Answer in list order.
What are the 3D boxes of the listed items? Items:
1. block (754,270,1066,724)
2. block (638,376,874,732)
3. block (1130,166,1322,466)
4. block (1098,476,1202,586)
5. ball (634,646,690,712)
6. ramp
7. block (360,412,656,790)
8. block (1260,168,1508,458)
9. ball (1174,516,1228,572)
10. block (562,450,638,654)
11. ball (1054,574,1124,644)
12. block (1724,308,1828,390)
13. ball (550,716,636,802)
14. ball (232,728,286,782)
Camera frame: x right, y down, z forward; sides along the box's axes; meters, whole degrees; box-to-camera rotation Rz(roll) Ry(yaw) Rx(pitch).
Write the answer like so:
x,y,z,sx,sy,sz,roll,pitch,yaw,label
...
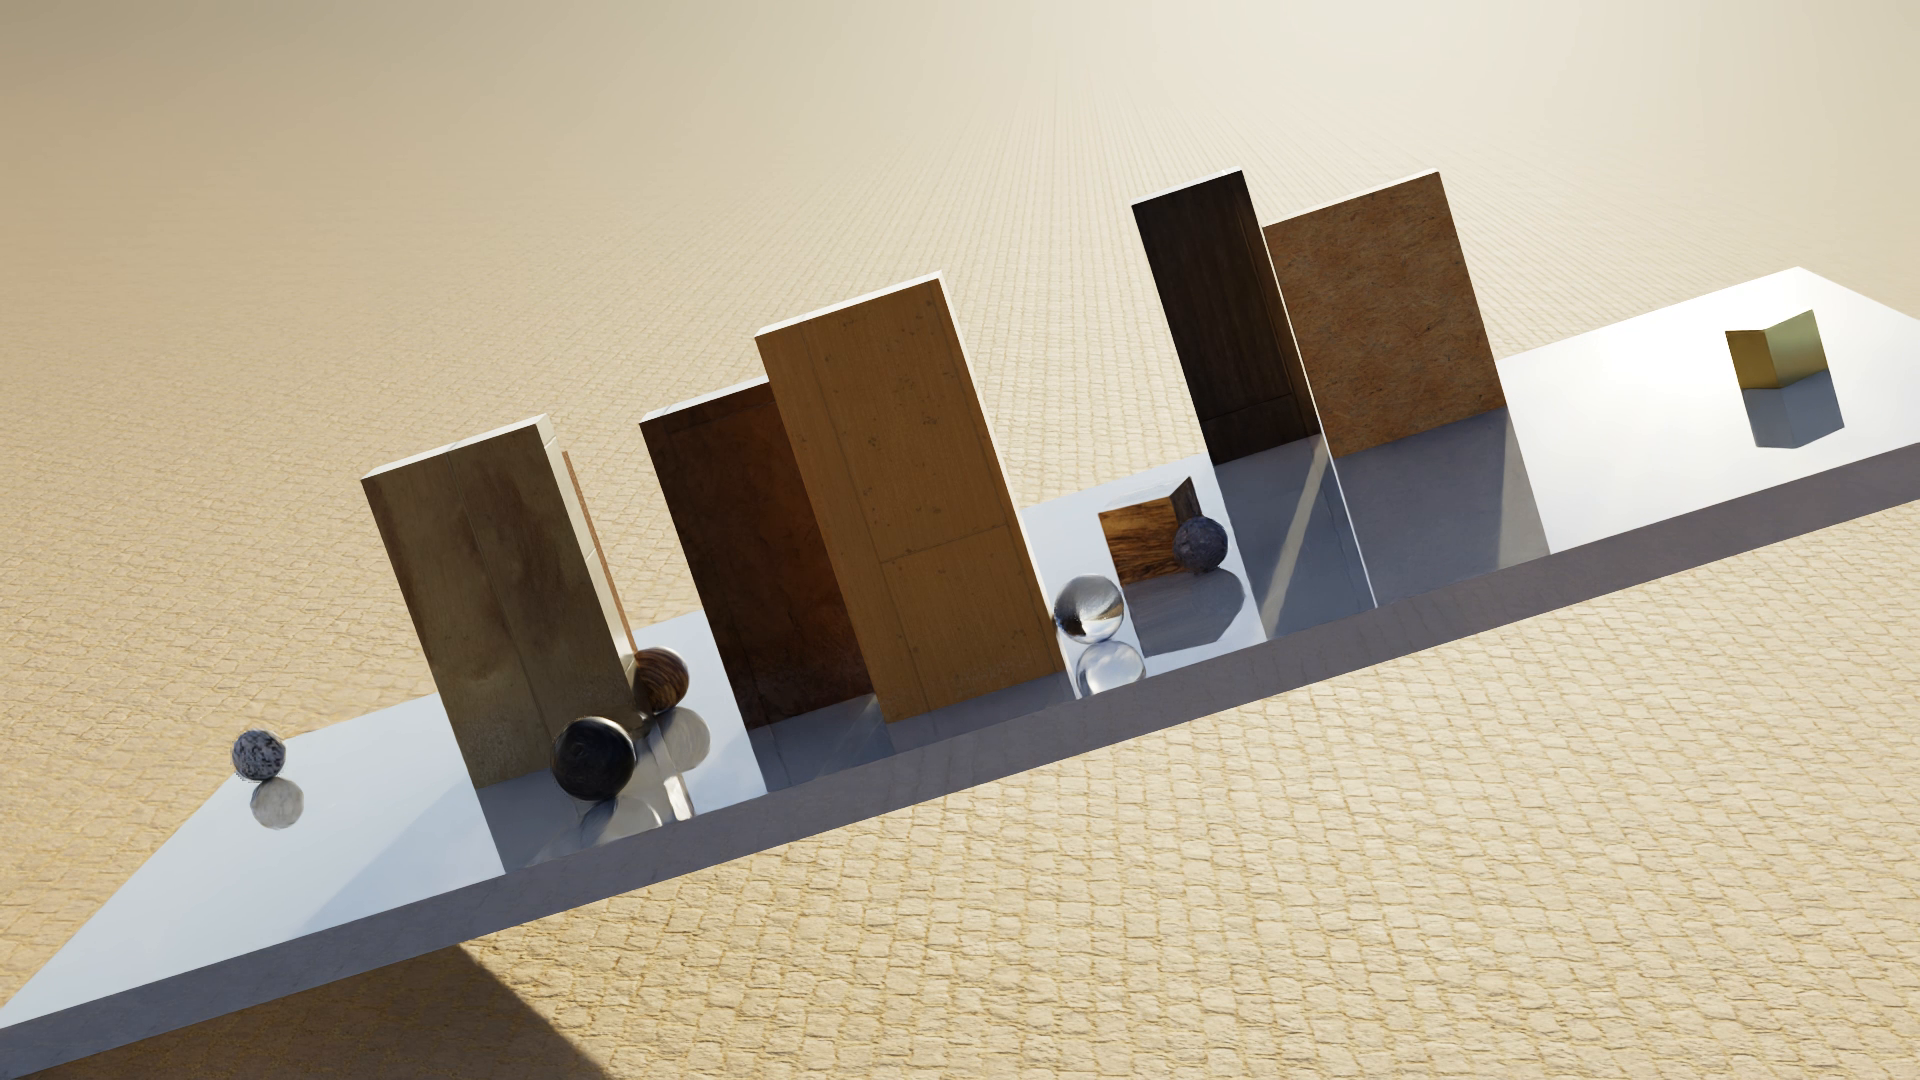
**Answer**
x,y,z,sx,sy,sz,roll,pitch,yaw,label
-0.088,-0.078,5.554,0.359,0.778,0.124,-17,10,5,block
-0.395,0.022,5.892,0.281,0.657,0.129,-17,10,5,block
0.633,-0.533,7.008,0.272,0.654,0.129,-17,10,5,block
0.406,-0.020,6.110,0.161,0.161,0.161,-14,11,24,block
-0.653,0.298,6.330,0.143,0.143,0.143,0,12,0,ball
0.102,0.182,6.310,4.000,0.100,2.000,-17,10,5,ramp
-0.941,0.130,6.165,0.386,0.696,0.135,-17,10,5,block
0.953,-0.509,6.620,0.406,0.550,0.092,-17,10,5,block
0.488,0.009,5.956,0.112,0.112,0.112,0,12,0,ball
-0.948,0.145,6.420,0.377,0.580,0.127,-17,10,5,block
0.249,0.133,5.659,0.137,0.137,0.137,0,12,0,ball
1.655,-0.388,5.964,0.128,0.128,0.128,-22,11,-21,block
-0.713,0.426,5.719,0.164,0.164,0.164,0,12,0,ball
-1.672,0.512,7.015,0.127,0.127,0.127,0,12,0,ball
